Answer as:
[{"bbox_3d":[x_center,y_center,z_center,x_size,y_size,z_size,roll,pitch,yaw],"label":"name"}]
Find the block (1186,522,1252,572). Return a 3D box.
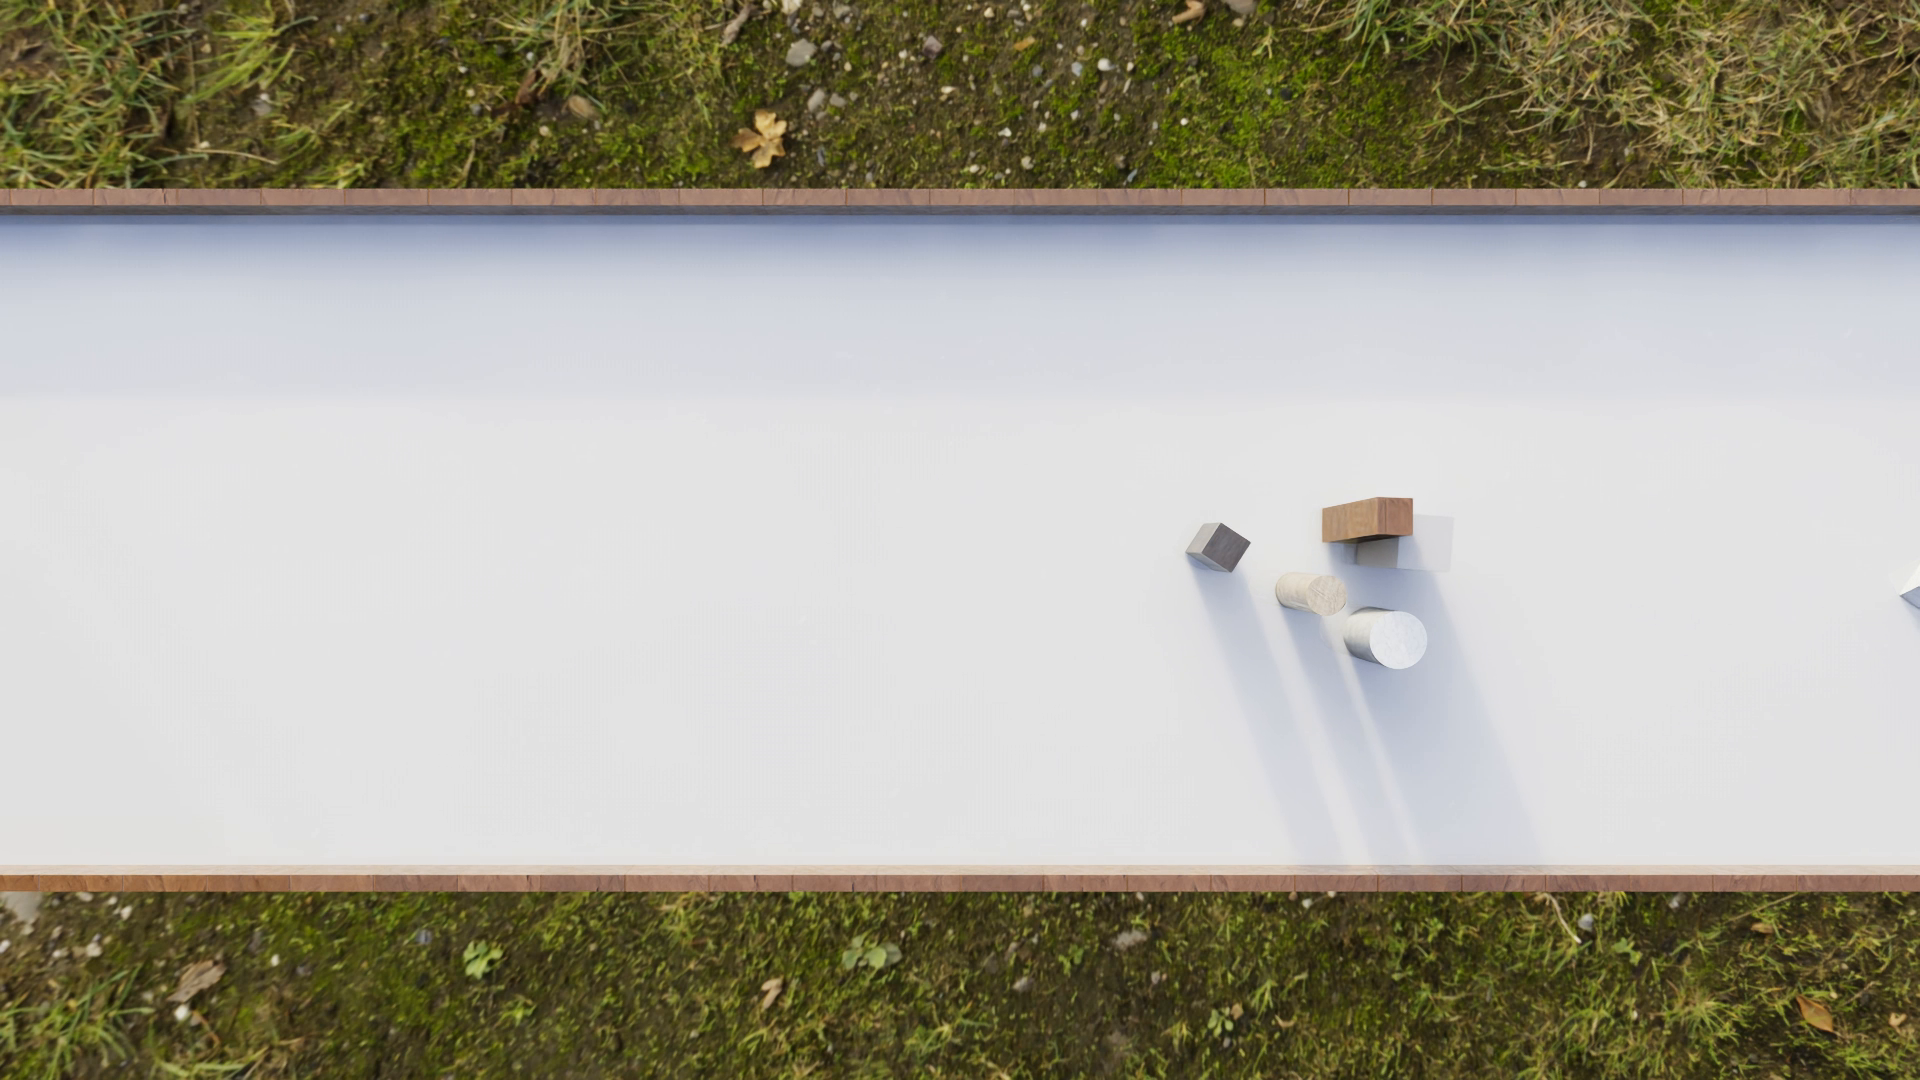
[{"bbox_3d":[0.765,0.022,4.906,0.105,0.341,0.105,33,90,0],"label":"block"}]

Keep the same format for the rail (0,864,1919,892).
[{"bbox_3d":[-2.247,1.025,5.001,12.000,0.150,0.050,0,90,0],"label":"rail"}]

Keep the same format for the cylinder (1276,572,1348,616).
[{"bbox_3d":[1.027,0.155,4.847,0.114,0.459,0.114,0,90,0],"label":"cylinder"}]

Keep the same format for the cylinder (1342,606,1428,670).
[{"bbox_3d":[1.261,0.288,4.910,0.166,0.334,0.166,0,90,0],"label":"cylinder"}]

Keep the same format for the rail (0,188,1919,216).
[{"bbox_3d":[-2.247,-1.025,5.002,12.000,0.150,0.050,0,90,0],"label":"rail"}]

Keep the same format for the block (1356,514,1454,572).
[{"bbox_3d":[1.321,0.006,4.907,0.160,0.321,0.160,5,90,-7],"label":"block"}]

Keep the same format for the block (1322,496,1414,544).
[{"bbox_3d":[1.194,-0.055,4.853,0.105,0.431,0.105,2,86,-8],"label":"block"}]

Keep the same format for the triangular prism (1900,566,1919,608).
[{"bbox_3d":[3.100,0.224,5.011,0.409,0.124,0.143,34,90,0],"label":"triangular prism"}]
